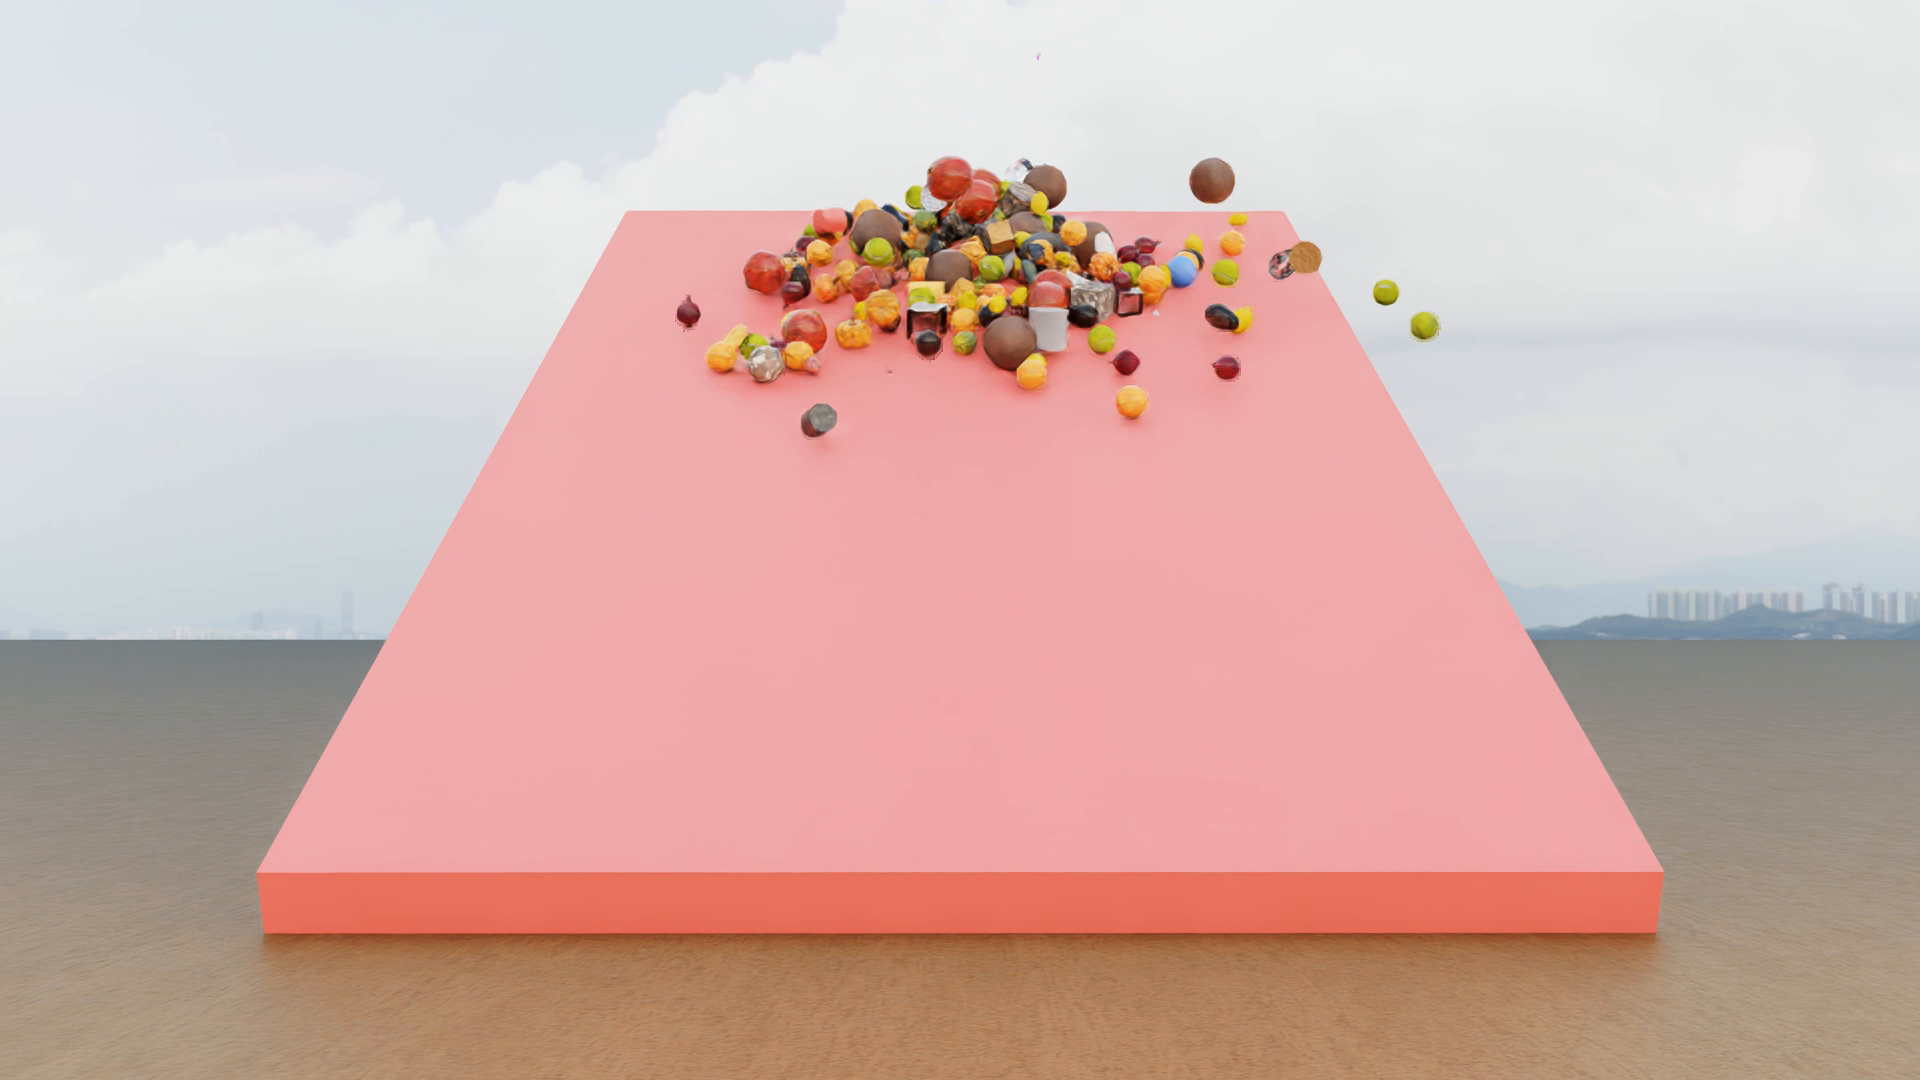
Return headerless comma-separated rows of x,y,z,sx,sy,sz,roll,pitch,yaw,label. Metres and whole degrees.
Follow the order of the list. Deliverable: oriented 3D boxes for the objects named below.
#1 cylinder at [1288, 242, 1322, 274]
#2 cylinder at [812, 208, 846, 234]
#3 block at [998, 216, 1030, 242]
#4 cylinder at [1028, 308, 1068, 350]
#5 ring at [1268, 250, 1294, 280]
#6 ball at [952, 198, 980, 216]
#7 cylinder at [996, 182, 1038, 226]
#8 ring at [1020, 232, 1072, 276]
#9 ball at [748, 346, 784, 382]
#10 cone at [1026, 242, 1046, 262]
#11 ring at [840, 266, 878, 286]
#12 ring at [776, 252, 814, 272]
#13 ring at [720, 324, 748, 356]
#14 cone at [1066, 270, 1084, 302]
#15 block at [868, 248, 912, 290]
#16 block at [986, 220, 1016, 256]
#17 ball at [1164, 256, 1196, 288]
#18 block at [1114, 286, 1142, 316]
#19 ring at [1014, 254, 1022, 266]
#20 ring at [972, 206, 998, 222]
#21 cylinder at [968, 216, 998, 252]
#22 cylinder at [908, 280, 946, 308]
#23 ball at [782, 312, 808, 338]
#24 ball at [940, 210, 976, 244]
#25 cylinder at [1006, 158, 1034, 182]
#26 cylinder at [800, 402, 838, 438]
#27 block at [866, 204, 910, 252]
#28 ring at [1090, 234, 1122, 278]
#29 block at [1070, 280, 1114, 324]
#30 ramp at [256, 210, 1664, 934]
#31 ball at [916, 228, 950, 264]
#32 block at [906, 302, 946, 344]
0.888,-0.724,5.885,0.084,0.084,0.084,0,6,9,cylinder
-0.361,-0.884,6.348,0.069,0.069,0.069,-12,4,-30,cylinder
0.140,-0.909,6.594,0.083,0.083,0.083,23,30,36,block
0.213,-0.512,5.557,0.094,0.094,0.094,3,12,-1,cylinder
0.864,-0.736,6.128,0.086,0.086,0.029,-2,-24,42,ring
0.016,-0.973,6.789,0.082,0.082,0.082,0,-2,0,ball
0.162,-0.948,6.473,0.090,0.090,0.090,1,-45,-30,cylinder
0.232,-0.778,6.231,0.141,0.047,0.141,3,-44,3,ring
-0.454,-0.412,5.365,0.086,0.086,0.086,0,-2,0,ball
0.200,-0.751,6.080,0.055,0.055,0.055,0,35,2,cone
-0.265,-0.714,6.192,0.116,0.039,0.116,1,23,0,ring
-0.454,-0.768,6.326,0.109,0.036,0.109,-5,26,2,ring
-0.543,-0.479,5.490,0.029,0.088,0.088,38,-16,-18,ring
0.323,-0.663,5.999,0.088,0.088,0.088,2,-2,4,cone
-0.176,-0.679,5.749,0.083,0.083,0.083,-25,7,0,block
0.110,-0.809,6.127,0.060,0.060,0.060,-16,-23,2,block
0.592,-0.719,6.144,0.085,0.085,0.085,0,-2,0,ball
0.433,-0.615,5.915,0.061,0.061,0.061,-4,22,-10,block
0.128,-0.785,6.311,0.093,0.031,0.093,30,0,0,ring
0.064,-0.905,6.532,0.039,0.117,0.117,46,-25,-23,ring
0.068,-0.857,6.401,0.074,0.074,0.074,-1,35,27,cylinder
-0.085,-0.622,5.895,0.087,0.087,0.087,3,-2,5,cylinder
-0.411,-0.536,5.703,0.067,0.067,0.067,0,-2,0,ball
-0.005,-0.855,6.264,0.095,0.095,0.095,0,-2,0,ball
0.172,-1.066,6.627,0.058,0.058,0.058,-39,17,-26,cylinder
-0.305,-0.258,4.941,0.063,0.063,0.063,1,-11,-22,cylinder
-0.202,-0.882,6.478,0.082,0.082,0.082,-41,-21,-16,block
0.391,-0.756,6.096,0.043,0.129,0.129,-27,-11,18,ring
0.339,-0.612,5.877,0.082,0.082,0.082,13,25,29,block
-0.006,-0.219,5.132,2.000,0.100,4.000,0,22,0,ramp
-0.075,-0.815,6.364,0.100,0.100,0.100,0,-2,0,ball
-0.083,-0.542,5.706,0.078,0.078,0.078,7,23,18,block
